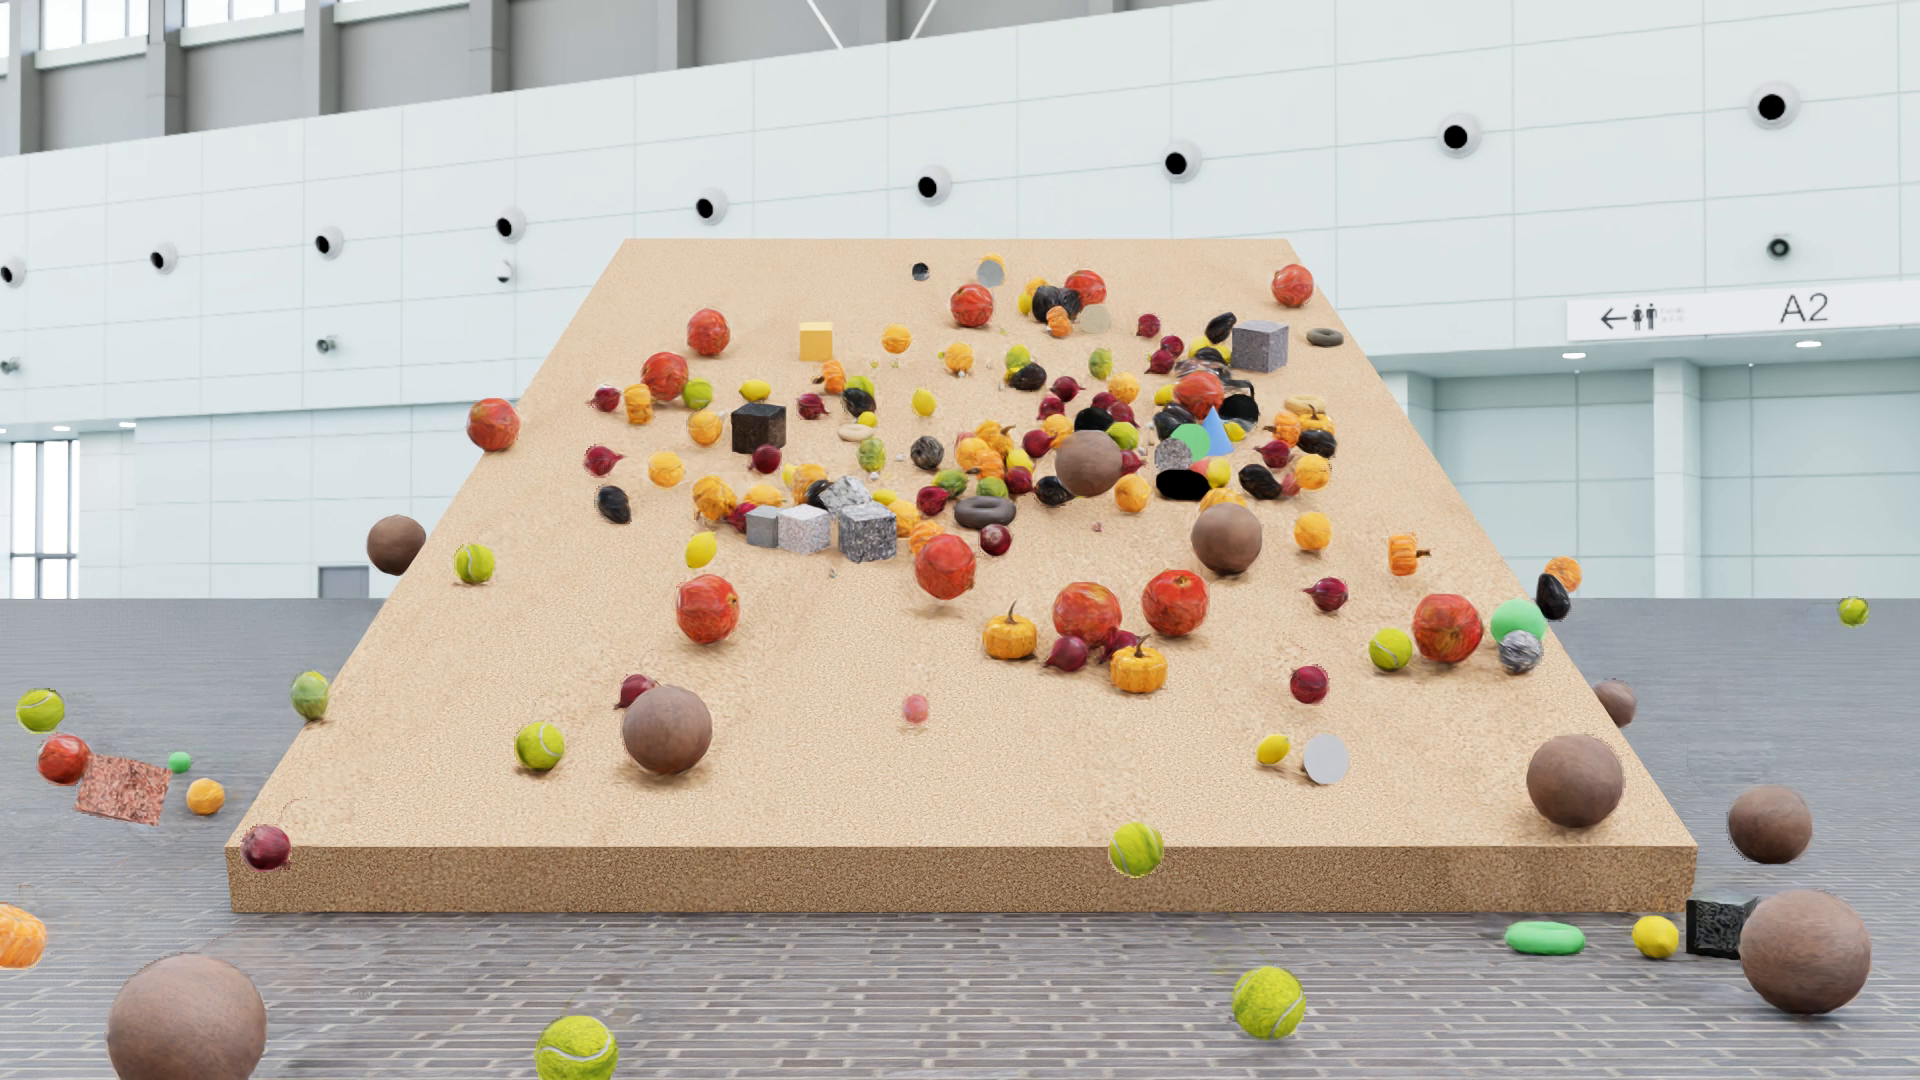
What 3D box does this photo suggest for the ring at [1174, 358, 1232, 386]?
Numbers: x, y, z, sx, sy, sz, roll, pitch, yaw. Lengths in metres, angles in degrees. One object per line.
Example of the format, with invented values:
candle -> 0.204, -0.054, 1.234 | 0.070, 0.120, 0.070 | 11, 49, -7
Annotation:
ring -> 0.570, -0.391, 5.275 | 0.137, 0.046, 0.137 | 7, 15, -2

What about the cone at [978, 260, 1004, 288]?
cone -> 0.072, -0.726, 6.254 | 0.079, 0.079, 0.079 | 0, -8, -19

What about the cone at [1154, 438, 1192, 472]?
cone -> 0.432, -0.164, 4.659 | 0.079, 0.079, 0.079 | 0, -7, -6

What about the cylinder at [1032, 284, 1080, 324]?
cylinder -> 0.248, -0.609, 5.837 | 0.090, 0.090, 0.090 | 13, 6, 32

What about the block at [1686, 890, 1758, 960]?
block -> 0.921, 0.465, 2.731 | 0.066, 0.066, 0.066 | 2, 4, 34

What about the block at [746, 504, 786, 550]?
block -> -0.359, -0.024, 4.221 | 0.060, 0.060, 0.060 | 11, 22, 27

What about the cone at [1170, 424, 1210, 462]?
cone -> 0.482, -0.197, 4.747 | 0.085, 0.085, 0.085 | 0, -7, 4

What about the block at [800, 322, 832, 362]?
block -> -0.350, -0.481, 5.491 | 0.078, 0.078, 0.078 | -1, 19, -3

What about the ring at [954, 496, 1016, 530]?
ring -> 0.048, -0.053, 4.335 | 0.122, 0.041, 0.122 | -1, 19, 0

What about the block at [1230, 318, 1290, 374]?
block -> 0.720, -0.465, 5.418 | 0.100, 0.100, 0.100 | 13, 23, 32

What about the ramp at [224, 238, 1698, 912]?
ramp -> -0.005, -0.201, 4.967 | 2.000, 0.100, 4.000 | 0, 19, 0

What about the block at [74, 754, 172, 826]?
block -> -1.411, 0.421, 3.809 | 0.096, 0.096, 0.096 | 4, -15, 29

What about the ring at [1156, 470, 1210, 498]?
ring -> 0.444, -0.112, 4.508 | 0.107, 0.036, 0.107 | 4, 21, -1

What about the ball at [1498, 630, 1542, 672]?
ball -> 0.902, 0.179, 3.637 | 0.068, 0.068, 0.068 | 0, -1, 0

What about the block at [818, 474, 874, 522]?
block -> -0.210, -0.075, 4.223 | 0.064, 0.064, 0.064 | -38, -18, 17

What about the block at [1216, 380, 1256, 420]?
block -> 0.612, -0.311, 5.021 | 0.072, 0.072, 0.072 | -2, 20, -5

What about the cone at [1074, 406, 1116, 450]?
cone -> 0.272, -0.229, 4.833 | 0.095, 0.095, 0.095 | 0, -8, -17

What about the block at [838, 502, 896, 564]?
block -> -0.171, -0.013, 4.157 | 0.082, 0.082, 0.082 | -8, 21, -23

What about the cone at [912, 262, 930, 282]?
cone -> -0.112, -0.744, 6.319 | 0.052, 0.052, 0.052 | 0, -7, -8

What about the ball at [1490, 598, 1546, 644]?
ball -> 0.918, 0.141, 3.716 | 0.089, 0.089, 0.089 | 0, -1, 0

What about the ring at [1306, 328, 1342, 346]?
ring -> 0.910, -0.505, 5.637 | 0.091, 0.030, 0.091 | 3, 22, -1

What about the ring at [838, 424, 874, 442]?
ring -> -0.223, -0.230, 4.858 | 0.077, 0.026, 0.077 | 1, 19, 0

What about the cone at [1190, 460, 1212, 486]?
cone -> 0.498, -0.127, 4.572 | 0.052, 0.052, 0.052 | -17, -40, -14

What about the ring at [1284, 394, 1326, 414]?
ring -> 0.776, -0.305, 5.066 | 0.095, 0.032, 0.095 | 1, 19, 0

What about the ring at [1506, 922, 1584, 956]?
ring -> 0.714, 0.487, 2.759 | 0.094, 0.031, 0.094 | 1, 0, 0

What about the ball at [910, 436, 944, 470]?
ball -> -0.068, -0.179, 4.648 | 0.070, 0.070, 0.070 | 0, -1, 0

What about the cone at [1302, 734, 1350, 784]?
cone -> 0.515, 0.321, 3.286 | 0.074, 0.074, 0.074 | 0, -9, -20

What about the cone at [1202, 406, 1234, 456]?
cone -> 0.534, -0.238, 4.778 | 0.096, 0.096, 0.096 | 0, 19, 0

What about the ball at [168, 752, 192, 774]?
ball -> -1.886, 0.537, 5.457 | 0.054, 0.054, 0.054 | 0, -1, 0

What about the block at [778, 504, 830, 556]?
block -> -0.290, -0.019, 4.195 | 0.069, 0.069, 0.069 | 17, 26, 40

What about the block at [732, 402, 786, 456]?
block -> -0.425, -0.235, 4.778 | 0.086, 0.086, 0.086 | 7, 21, 19
